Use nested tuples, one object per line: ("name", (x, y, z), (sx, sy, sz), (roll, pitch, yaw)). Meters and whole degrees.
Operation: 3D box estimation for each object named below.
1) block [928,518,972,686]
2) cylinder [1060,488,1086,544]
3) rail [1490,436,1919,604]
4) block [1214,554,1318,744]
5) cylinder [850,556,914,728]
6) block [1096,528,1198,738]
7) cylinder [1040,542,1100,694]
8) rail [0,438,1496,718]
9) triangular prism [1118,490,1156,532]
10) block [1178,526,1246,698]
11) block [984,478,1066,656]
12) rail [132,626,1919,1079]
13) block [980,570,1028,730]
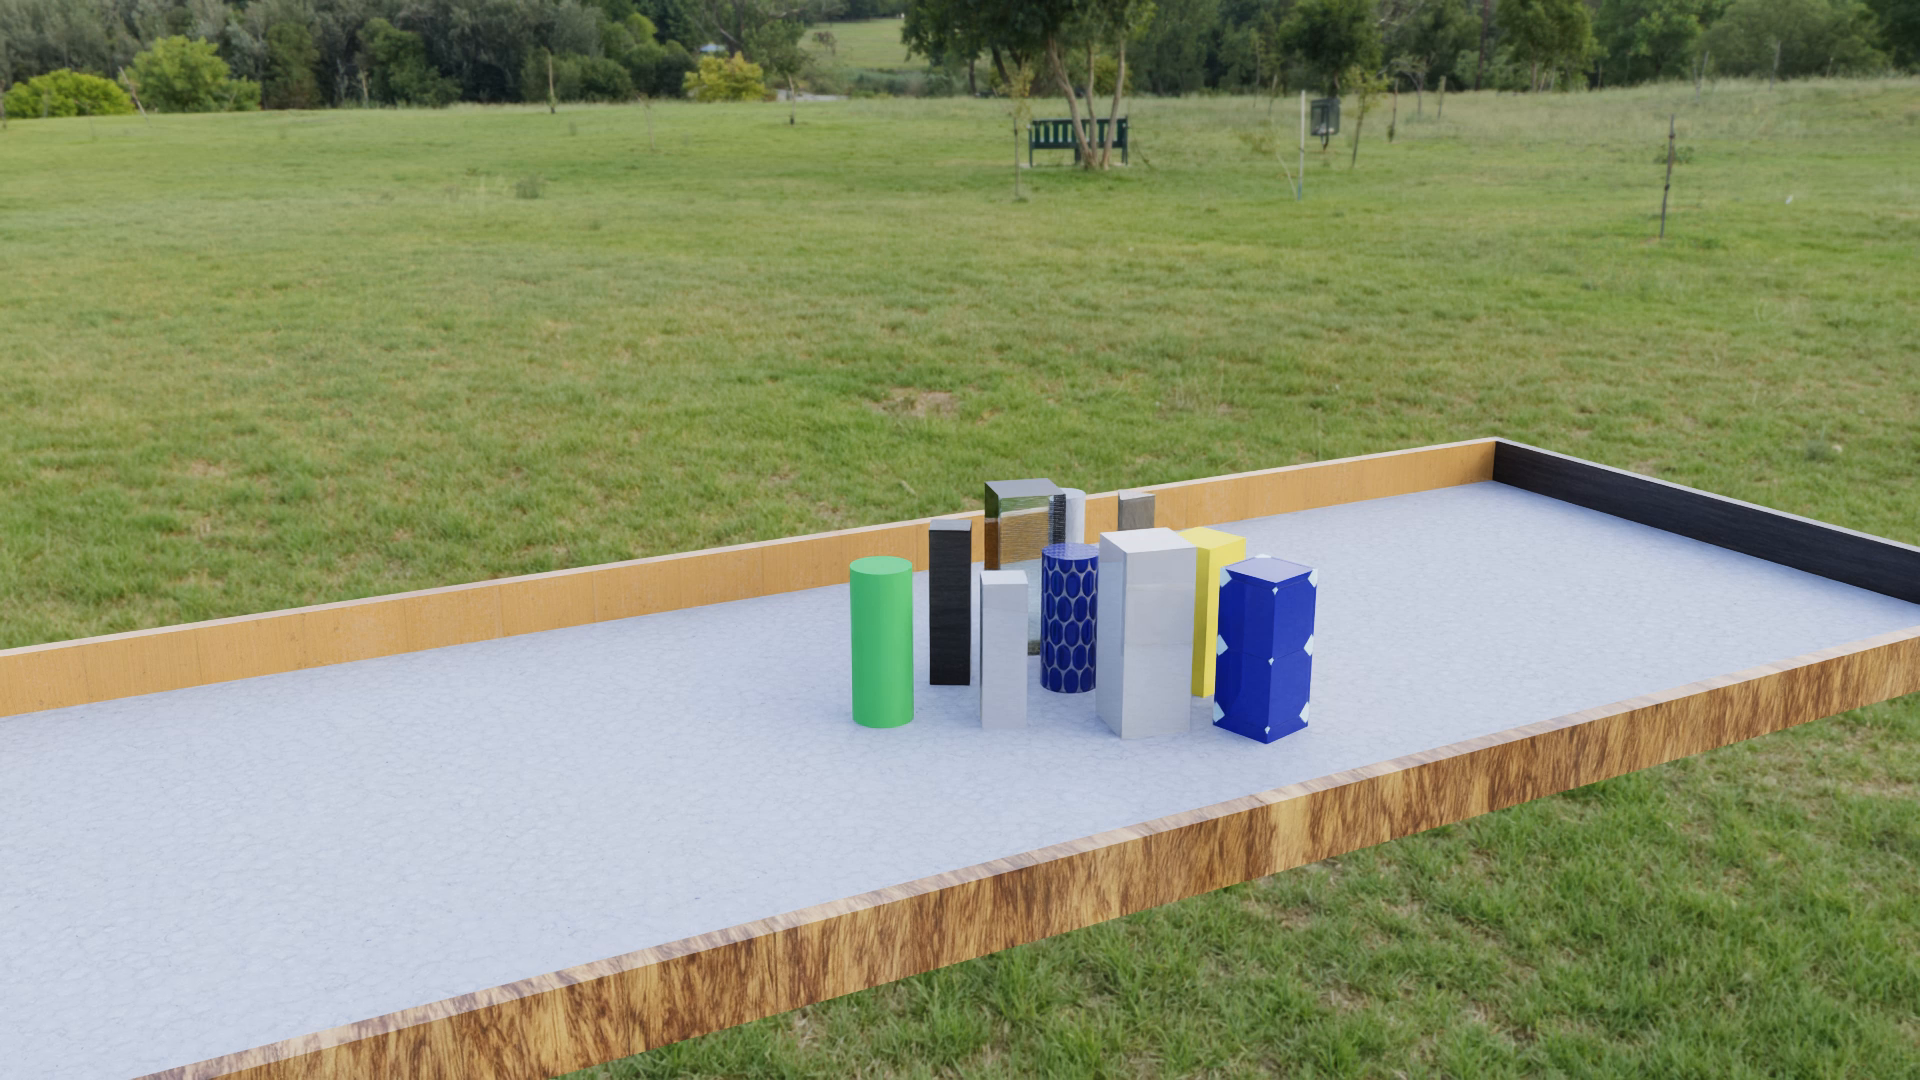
("block", (-0.024, 0.155, 4.112), (0.100, 0.403, 0.100), (1, 16, 3))
("cylinder", (0.285, 0.045, 4.560), (0.117, 0.361, 0.117), (0, 16, 0))
("rail", (2.466, -0.048, 5.253), (0.050, 0.150, 2.100), (-9, 18, -27))
("block", (0.705, 0.250, 3.817), (0.157, 0.388, 0.157), (-15, 22, -41))
("cylinder", (-0.183, 0.239, 3.872), (0.146, 0.377, 0.146), (0, 16, 0))
("block", (0.429, 0.214, 3.833), (0.169, 0.447, 0.169), (-5, 17, -16))
("cylinder", (0.273, 0.193, 4.087), (0.145, 0.345, 0.145), (0, 16, 0))
("rail", (-3.305, 0.497, 3.399), (12.000, 0.150, 0.050), (-9, 18, -27))
("triangular prism", (0.440, 0.077, 4.356), (0.105, 0.415, 0.091), (-9, 18, -27))
("block", (0.597, 0.176, 4.083), (0.144, 0.379, 0.144), (-15, 22, -42))
("block", (0.168, 0.072, 4.341), (0.172, 0.433, 0.172), (-4, 17, -13))
("rail", (-2.336, 1.006, 1.665), (12.000, 0.150, 0.050), (-9, 18, -27))
("block", (0.101, 0.257, 3.848), (0.103, 0.357, 0.103), (-1, 16, -3))
